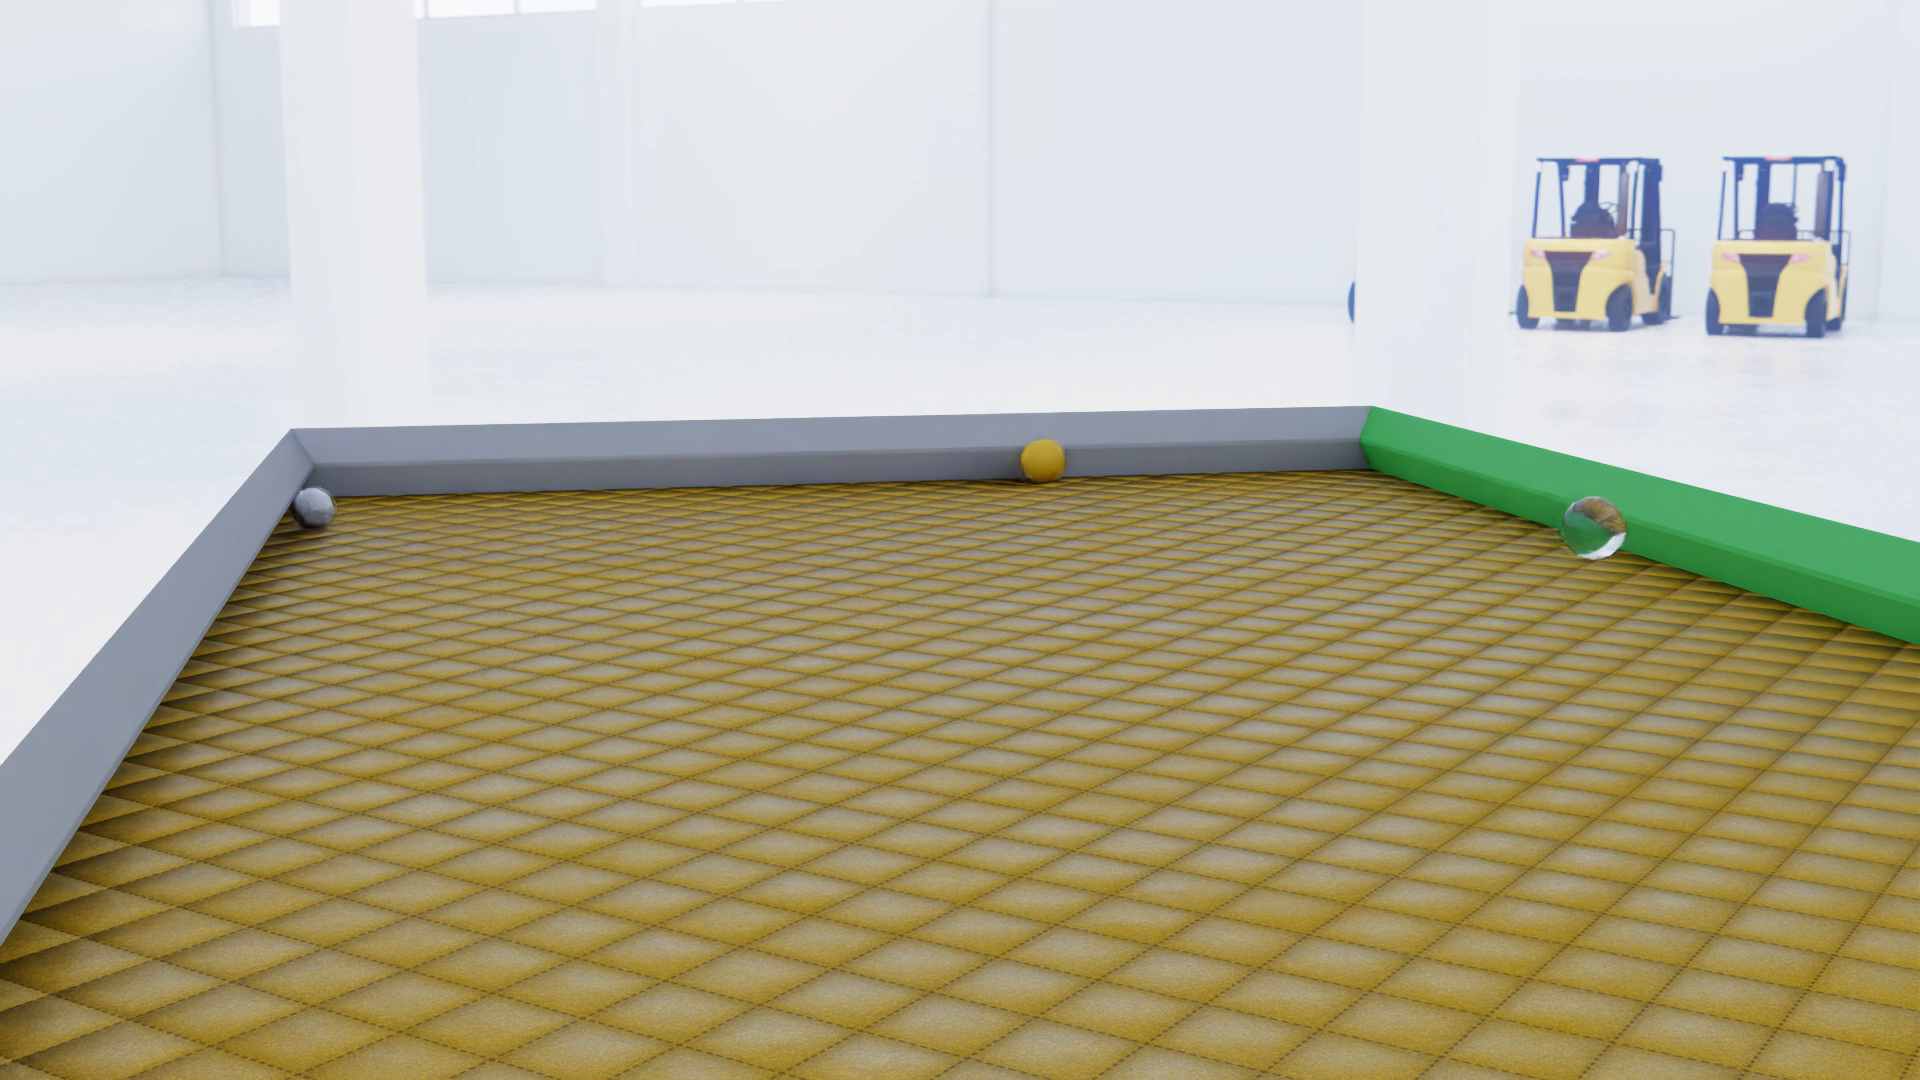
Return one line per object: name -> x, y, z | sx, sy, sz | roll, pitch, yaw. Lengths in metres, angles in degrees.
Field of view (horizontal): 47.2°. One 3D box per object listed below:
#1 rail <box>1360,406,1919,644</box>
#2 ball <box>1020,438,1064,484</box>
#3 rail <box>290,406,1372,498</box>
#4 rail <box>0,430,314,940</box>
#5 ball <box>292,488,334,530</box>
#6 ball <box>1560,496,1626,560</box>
rail -> 1.234, 0.094, 2.644 | 0.045, 0.129, 3.963 | -2, 9, -12
ball -> 0.163, -0.156, 4.339 | 0.088, 0.088, 0.088 | 0, 9, 0
rail -> -0.196, -0.176, 4.325 | 2.157, 0.129, 0.045 | -2, 9, -12
rail -> -0.832, 0.162, 2.221 | 0.045, 0.129, 3.963 | -2, 9, -12
ball -> -1.105, -0.053, 3.755 | 0.070, 0.070, 0.070 | 0, 9, 0
ball -> 0.993, -0.019, 3.448 | 0.099, 0.099, 0.099 | 0, 9, 0
